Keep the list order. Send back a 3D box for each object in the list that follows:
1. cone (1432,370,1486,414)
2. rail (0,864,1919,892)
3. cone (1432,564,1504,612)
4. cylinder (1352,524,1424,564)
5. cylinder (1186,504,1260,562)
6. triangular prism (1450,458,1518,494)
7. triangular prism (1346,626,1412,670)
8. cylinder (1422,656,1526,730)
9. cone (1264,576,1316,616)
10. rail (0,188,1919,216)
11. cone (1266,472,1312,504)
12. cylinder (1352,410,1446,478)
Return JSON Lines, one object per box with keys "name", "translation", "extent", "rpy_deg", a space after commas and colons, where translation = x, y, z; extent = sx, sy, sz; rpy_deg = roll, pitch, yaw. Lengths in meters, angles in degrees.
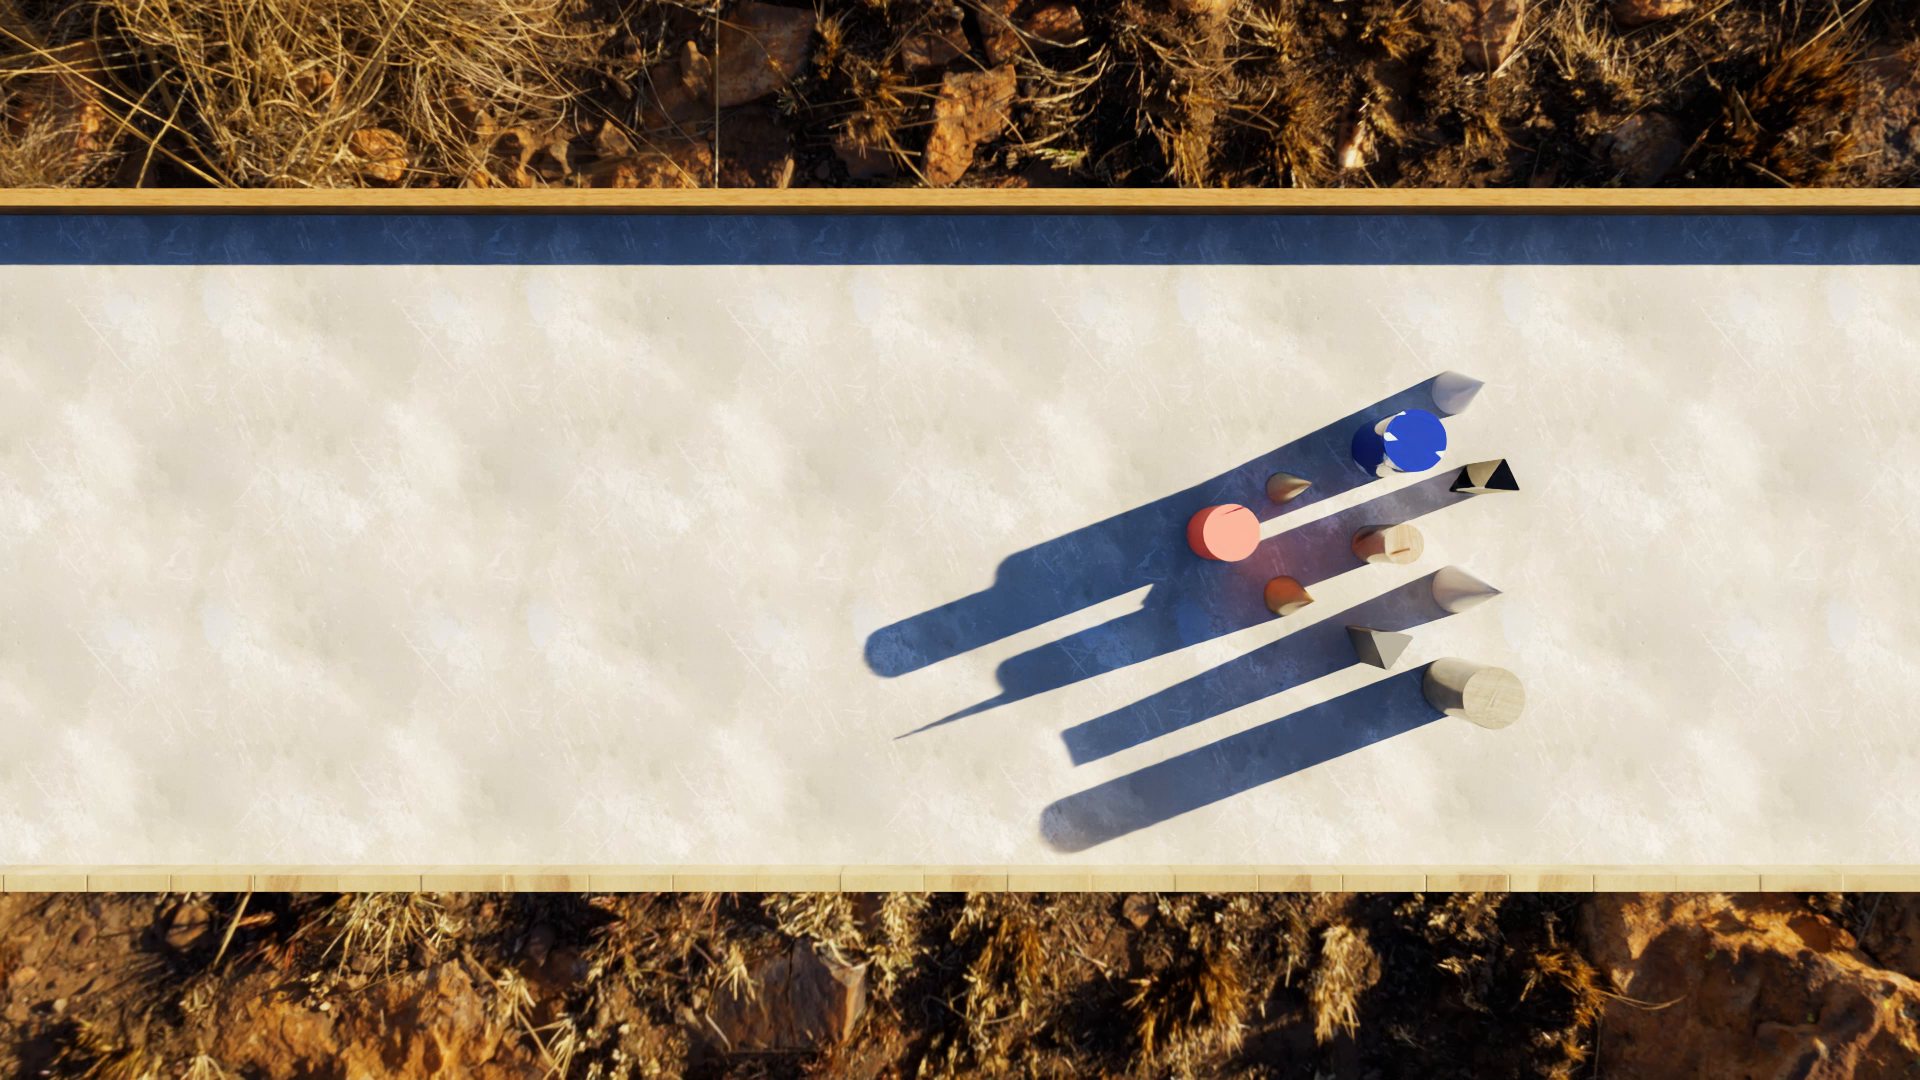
{"name": "cone", "translation": [1.521, -0.456, 4.924], "extent": [0.140, 0.304, 0.140], "rpy_deg": [0, 90, 0]}
{"name": "rail", "translation": [-2.247, 1.025, 5.001], "extent": [12.000, 0.150, 0.050], "rpy_deg": [0, 90, 0]}
{"name": "cone", "translation": [1.529, 0.148, 4.856], "extent": [0.152, 0.440, 0.152], "rpy_deg": [0, 90, 0]}
{"name": "cylinder", "translation": [1.262, 0.012, 4.881], "extent": [0.116, 0.391, 0.116], "rpy_deg": [0, 90, 0]}
{"name": "cylinder", "translation": [0.778, -0.021, 4.899], "extent": [0.164, 0.355, 0.164], "rpy_deg": [0, 90, 0]}
{"name": "triangular prism", "translation": [1.560, -0.191, 4.907], "extent": [0.101, 0.339, 0.088], "rpy_deg": [4, 90, 0]}
{"name": "triangular prism", "translation": [1.229, 0.296, 4.919], "extent": [0.105, 0.314, 0.122], "rpy_deg": [37, 90, 0]}
{"name": "cylinder", "translation": [1.508, 0.447, 4.867], "extent": [0.177, 0.420, 0.177], "rpy_deg": [0, 90, 0]}
{"name": "cone", "translation": [0.997, 0.171, 4.853], "extent": [0.125, 0.448, 0.125], "rpy_deg": [0, 90, 0]}
{"name": "rail", "translation": [-2.247, -1.025, 5.002], "extent": [12.000, 0.150, 0.050], "rpy_deg": [0, 90, 0]}
{"name": "cone", "translation": [0.990, -0.160, 4.853], "extent": [0.101, 0.447, 0.101], "rpy_deg": [0, 90, 0]}
{"name": "cylinder", "translation": [1.294, -0.282, 4.881], "extent": [0.179, 0.392, 0.179], "rpy_deg": [0, 90, 0]}
